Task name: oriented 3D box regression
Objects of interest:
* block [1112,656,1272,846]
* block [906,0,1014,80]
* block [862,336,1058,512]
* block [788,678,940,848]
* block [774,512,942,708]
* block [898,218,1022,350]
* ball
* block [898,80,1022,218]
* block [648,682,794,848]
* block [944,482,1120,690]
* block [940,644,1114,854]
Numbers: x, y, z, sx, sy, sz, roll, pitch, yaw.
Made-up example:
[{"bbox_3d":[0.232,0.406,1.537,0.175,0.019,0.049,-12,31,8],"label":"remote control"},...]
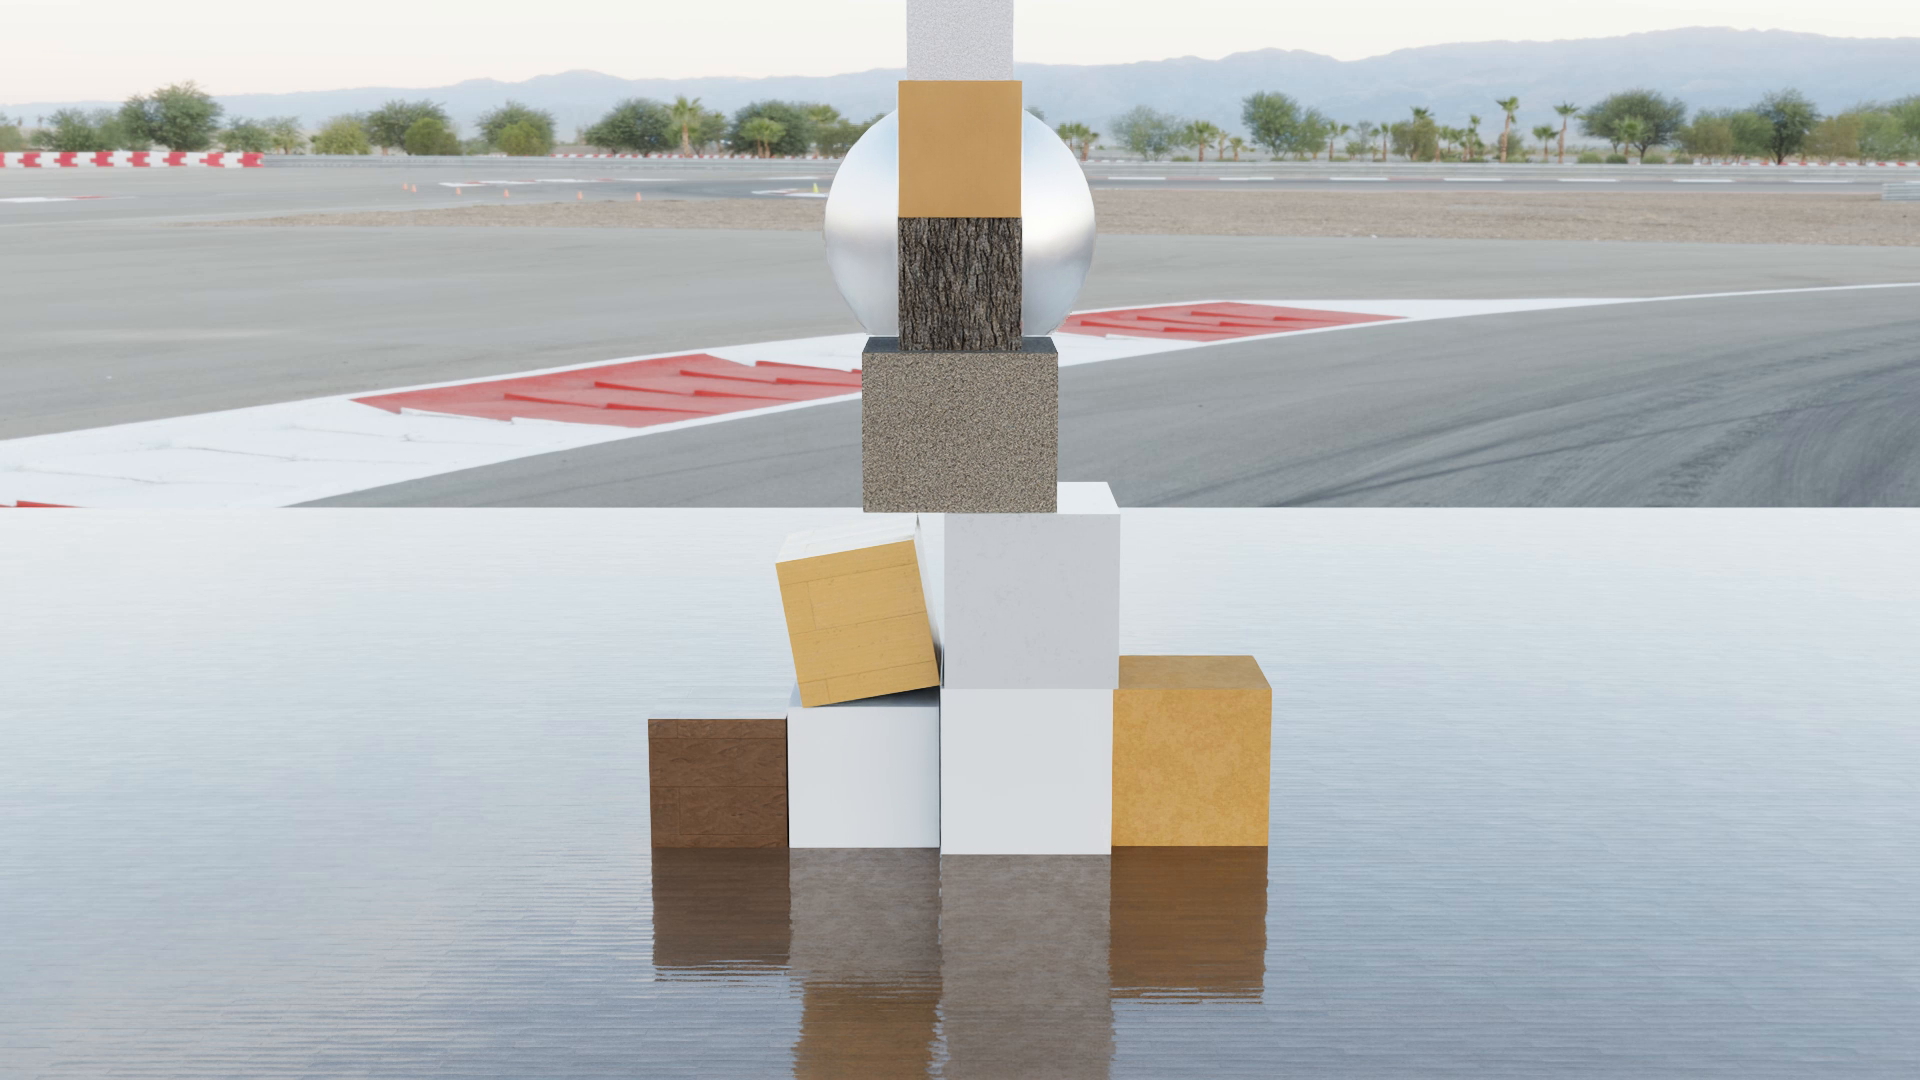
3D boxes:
[{"bbox_3d":[1.158,1.076,11.378,0.792,0.811,0.740,0,10,0],"label":"block"},{"bbox_3d":[0.000,-2.512,10.716,0.511,0.551,0.572,0,10,0],"label":"block"},{"bbox_3d":[0.000,-0.595,11.061,0.943,0.776,0.913,0,10,0],"label":"block"},{"bbox_3d":[-0.481,1.119,11.376,0.755,0.728,0.773,0,10,0],"label":"block"},{"bbox_3d":[-0.501,0.343,11.231,0.692,0.744,0.812,-10,10,2],"label":"block"},{"bbox_3d":[0.000,-1.291,10.930,0.598,0.641,0.610,0,10,0],"label":"block"},{"bbox_3d":[0.000,-1.816,12.959,1.600,1.600,1.600,0,10,0],"label":"ball"},{"bbox_3d":[0.000,-1.926,10.832,0.591,0.644,0.672,0,10,0],"label":"block"},{"bbox_3d":[-1.211,1.151,11.372,0.686,0.667,0.749,0,10,0],"label":"block"},{"bbox_3d":[0.351,0.213,11.226,0.854,0.873,1.010,0,10,0],"label":"block"},{"bbox_3d":[0.329,1.061,11.364,0.846,0.846,0.982,0,10,0],"label":"block"}]
